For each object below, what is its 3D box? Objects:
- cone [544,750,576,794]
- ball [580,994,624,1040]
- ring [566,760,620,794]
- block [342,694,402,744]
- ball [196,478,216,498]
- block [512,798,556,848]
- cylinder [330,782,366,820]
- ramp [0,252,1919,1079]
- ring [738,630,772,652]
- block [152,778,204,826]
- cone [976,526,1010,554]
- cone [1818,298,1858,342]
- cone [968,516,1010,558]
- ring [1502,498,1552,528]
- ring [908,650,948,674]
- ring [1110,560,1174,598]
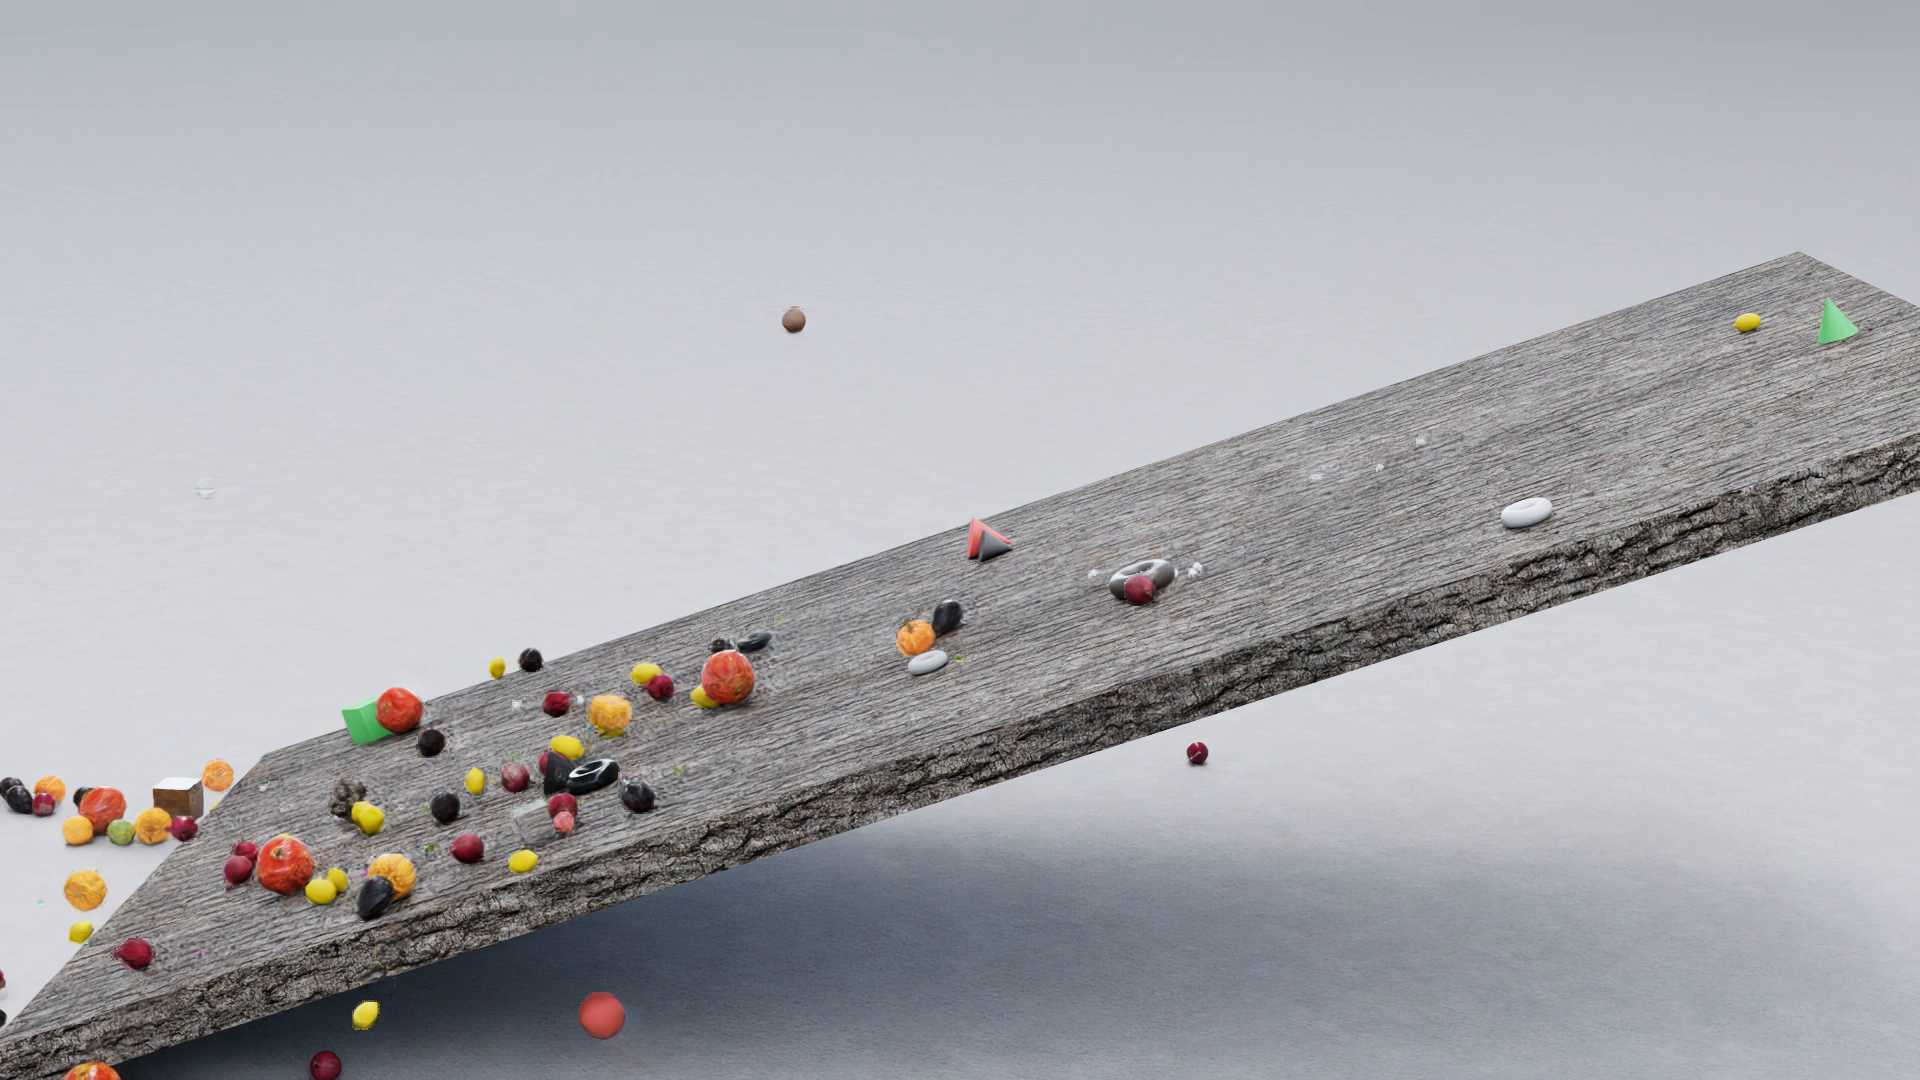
[{"bbox_3d":[-0.797,0.480,6.002,0.092,0.092,0.092,7,12,-3],"label":"cone"},{"bbox_3d":[-0.710,0.945,5.835,0.090,0.090,0.090,0,12,0],"label":"ball"},{"bbox_3d":[-0.741,0.477,5.929,0.117,0.039,0.117,-19,12,4],"label":"ring"},{"bbox_3d":[-1.441,0.437,7.198,0.089,0.089,0.089,-28,14,-39],"label":"block"},{"bbox_3d":[-2.877,-0.199,11.214,0.075,0.075,0.075,0,12,0],"label":"ball"},{"bbox_3d":[-0.818,0.545,5.656,0.065,0.065,0.065,-21,11,-8],"label":"block"},{"bbox_3d":[-1.323,0.563,6.356,0.068,0.068,0.068,7,-16,2],"label":"cylinder"},{"bbox_3d":[0.107,0.180,6.305,4.000,0.100,2.000,-18,11,6],"label":"ramp"},{"bbox_3d":[-0.466,0.232,6.699,0.084,0.028,0.084,-20,11,4],"label":"ring"},{"bbox_3d":[-1.924,0.643,7.242,0.091,0.091,0.091,1,12,7],"label":"block"},{"bbox_3d":[0.087,0.016,6.797,0.075,0.075,0.075,28,14,1],"label":"cone"},{"bbox_3d":[1.799,-0.461,6.067,0.085,0.085,0.085,-19,11,4],"label":"cone"},{"bbox_3d":[0.073,0.000,6.871,0.098,0.098,0.098,7,11,-6],"label":"cone"},{"bbox_3d":[1.052,-0.050,5.463,0.097,0.032,0.097,-18,12,4],"label":"ring"},{"bbox_3d":[-0.065,0.247,5.928,0.083,0.028,0.083,-18,12,4],"label":"ring"},{"bbox_3d":[0.369,0.079,5.965,0.138,0.046,0.138,-17,12,4],"label":"ring"}]
